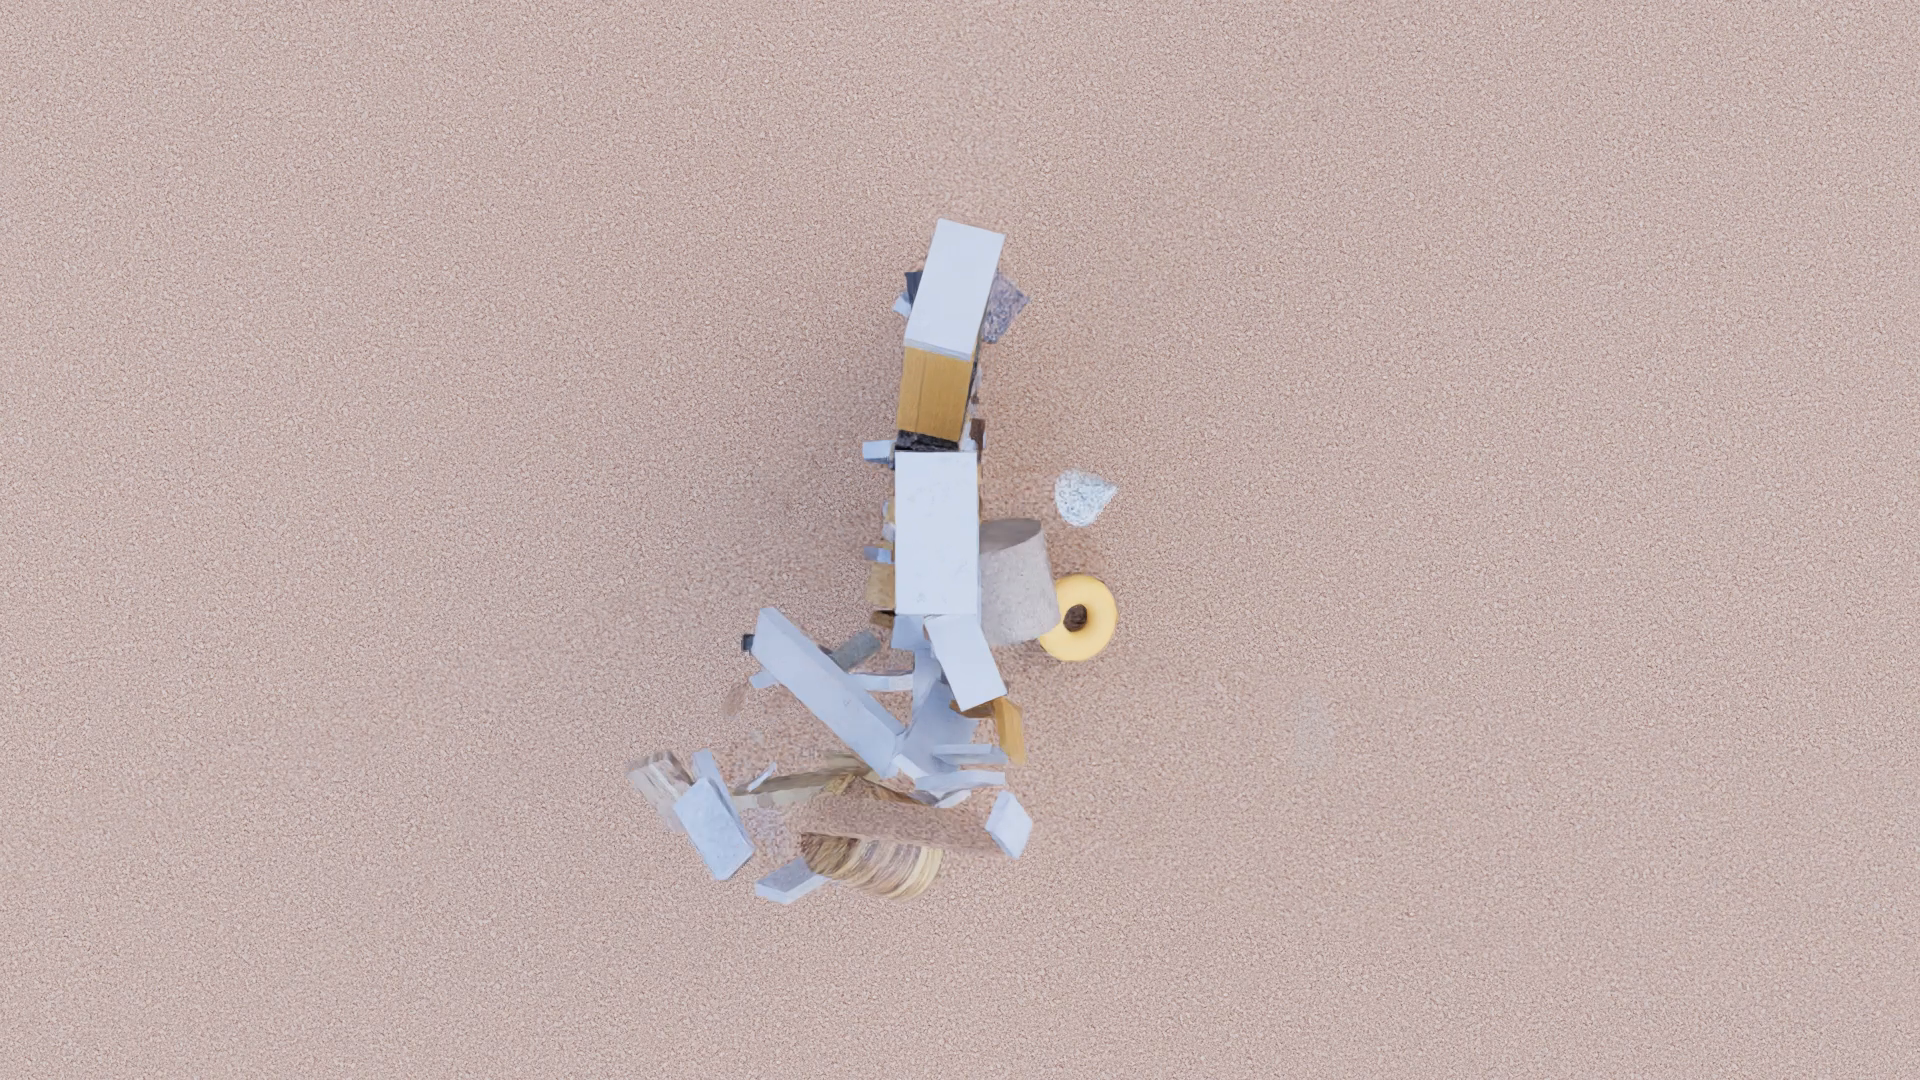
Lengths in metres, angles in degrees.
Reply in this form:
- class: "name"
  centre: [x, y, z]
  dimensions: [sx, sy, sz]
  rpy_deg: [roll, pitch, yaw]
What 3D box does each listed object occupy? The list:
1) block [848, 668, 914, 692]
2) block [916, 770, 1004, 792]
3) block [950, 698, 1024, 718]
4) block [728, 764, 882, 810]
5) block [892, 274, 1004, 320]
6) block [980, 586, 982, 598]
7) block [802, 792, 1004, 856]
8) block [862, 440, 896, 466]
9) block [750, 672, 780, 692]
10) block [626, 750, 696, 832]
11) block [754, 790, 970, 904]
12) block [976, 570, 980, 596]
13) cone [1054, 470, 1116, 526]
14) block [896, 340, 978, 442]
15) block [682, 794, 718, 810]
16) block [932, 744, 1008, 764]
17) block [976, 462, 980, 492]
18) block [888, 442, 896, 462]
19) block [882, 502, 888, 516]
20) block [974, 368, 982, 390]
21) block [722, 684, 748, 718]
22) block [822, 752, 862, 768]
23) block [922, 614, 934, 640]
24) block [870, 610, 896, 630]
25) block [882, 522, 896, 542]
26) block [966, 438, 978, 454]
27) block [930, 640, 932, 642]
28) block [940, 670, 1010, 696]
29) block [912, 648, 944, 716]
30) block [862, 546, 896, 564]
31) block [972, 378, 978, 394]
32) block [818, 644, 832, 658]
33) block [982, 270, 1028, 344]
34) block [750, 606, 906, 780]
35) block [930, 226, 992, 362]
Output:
- class: "block"
  centre: [-0.199, 0.437, 5.160]
  dimensions: [0.160, 0.320, 0.045]
  rpy_deg: [1, 89, 31]
- class: "block"
  centre: [-0.001, 0.571, 3.906]
  dimensions: [0.196, 0.098, 0.028]
  rpy_deg: [-15, 70, 41]
- class: "block"
  centre: [0.065, 0.420, 4.112]
  dimensions: [0.165, 0.082, 0.023]
  rpy_deg: [-6, 64, 35]
- class: "block"
  centre: [-0.502, 0.788, 5.254]
  dimensions: [0.531, 0.160, 0.045]
  rpy_deg: [-12, 98, 27]
- class: "block"
  centre: [-0.025, -0.776, 5.133]
  dimensions: [0.145, 0.783, 0.041]
  rpy_deg: [34, 115, 2]
- class: "block"
  centre: [-0.057, 0.119, 4.340]
  dimensions: [0.174, 0.392, 0.049]
  rpy_deg: [6, 94, -8]
- class: "block"
  centre: [-0.140, 0.721, 4.191]
  dimensions: [0.517, 0.028, 0.098]
  rpy_deg: [5, 61, 11]
- class: "block"
  centre: [-0.158, -0.251, 4.688]
  dimensions: [0.164, 0.328, 0.046]
  rpy_deg: [-5, 89, 10]
- class: "block"
  centre: [-0.543, 0.393, 4.661]
  dimensions: [0.092, 0.013, 0.046]
  rpy_deg: [-20, 46, -24]
- class: "block"
  centre: [-0.834, 0.728, 4.774]
  dimensions: [0.133, 0.038, 0.266]
  rpy_deg: [-22, 123, 13]
- class: "block"
  centre: [-0.286, 0.927, 5.148]
  dimensions: [0.133, 0.842, 0.038]
  rpy_deg: [7, 110, 40]
- class: "block"
  centre: [-0.046, 0.101, 3.900]
  dimensions: [0.179, 0.358, 0.051]
  rpy_deg: [-1, 91, 1]
- class: "cone"
  centre: [0.341, -0.118, 4.115]
  dimensions: [0.147, 0.147, 0.147]
  rpy_deg: [9, 76, -38]
- class: "block"
  centre: [-0.059, -0.373, 3.974]
  dimensions: [0.160, 0.320, 0.045]
  rpy_deg: [12, 52, 1]
- class: "block"
  centre: [-0.695, 0.701, 4.409]
  dimensions: [0.048, 0.095, 0.014]
  rpy_deg: [11, 77, 34]
- class: "block"
  centre: [0.025, 0.519, 3.993]
  dimensions: [0.165, 0.082, 0.023]
  rpy_deg: [-6, 62, 32]
- class: "block"
  centre: [-0.045, -0.145, 3.887]
  dimensions: [0.179, 0.358, 0.051]
  rpy_deg: [-3, 89, -1]
- class: "block"
  centre: [-0.095, -0.220, 4.312]
  dimensions: [0.153, 0.307, 0.043]
  rpy_deg: [13, 96, 1]
- class: "block"
  centre: [-0.105, -0.067, 5.088]
  dimensions: [0.156, 0.420, 0.044]
  rpy_deg: [8, 87, 13]
- class: "block"
  centre: [-0.021, -0.467, 4.762]
  dimensions: [0.164, 0.487, 0.046]
  rpy_deg: [-7, 91, 1]
- class: "block"
  centre: [-0.648, 0.463, 4.739]
  dimensions: [0.046, 0.013, 0.092]
  rpy_deg: [12, 74, 42]
- class: "block"
  centre: [-0.308, 0.577, 4.315]
  dimensions: [0.095, 0.048, 0.014]
  rpy_deg: [-2, 49, 26]
- class: "block"
  centre: [-0.030, 0.206, 3.971]
  dimensions: [0.117, 0.233, 0.033]
  rpy_deg: [-5, 93, -1]
- class: "block"
  centre: [-0.147, 0.241, 4.801]
  dimensions: [0.130, 0.463, 0.037]
  rpy_deg: [17, 90, 10]
- class: "block"
  centre: [-0.131, -0.007, 4.659]
  dimensions: [0.149, 0.299, 0.042]
  rpy_deg: [14, 92, -8]
- class: "block"
  centre: [-0.018, -0.288, 5.011]
  dimensions: [0.131, 0.263, 0.037]
  rpy_deg: [9, 90, 3]
- class: "block"
  centre: [-0.054, 0.264, 4.490]
  dimensions: [0.056, 0.016, 0.112]
  rpy_deg: [-3, 47, -11]
- class: "block"
  centre: [0.033, 0.350, 4.059]
  dimensions: [0.117, 0.328, 0.033]
  rpy_deg: [10, 86, -9]
- class: "block"
  centre: [-0.049, 0.416, 4.413]
  dimensions: [0.152, 0.304, 0.043]
  rpy_deg: [1, 134, 1]
- class: "block"
  centre: [-0.192, 0.050, 4.693]
  dimensions: [0.130, 0.260, 0.037]
  rpy_deg: [13, 89, -13]
- class: "block"
  centre: [-0.039, -0.421, 4.314]
  dimensions: [0.153, 0.307, 0.043]
  rpy_deg: [13, 95, 1]
- class: "block"
  centre: [-0.404, 0.373, 4.679]
  dimensions: [0.070, 0.020, 0.139]
  rpy_deg: [28, 75, 19]
- class: "block"
  centre: [0.060, -0.660, 4.595]
  dimensions: [0.156, 0.156, 0.156]
  rpy_deg: [39, 84, -23]
- class: "block"
  centre: [-0.355, 0.400, 4.387]
  dimensions: [0.585, 0.043, 0.152]
  rpy_deg: [38, 129, 32]
- class: "block"
  centre: [-0.009, -0.598, 4.037]
  dimensions: [0.160, 0.045, 0.320]
  rpy_deg: [12, 127, 1]
